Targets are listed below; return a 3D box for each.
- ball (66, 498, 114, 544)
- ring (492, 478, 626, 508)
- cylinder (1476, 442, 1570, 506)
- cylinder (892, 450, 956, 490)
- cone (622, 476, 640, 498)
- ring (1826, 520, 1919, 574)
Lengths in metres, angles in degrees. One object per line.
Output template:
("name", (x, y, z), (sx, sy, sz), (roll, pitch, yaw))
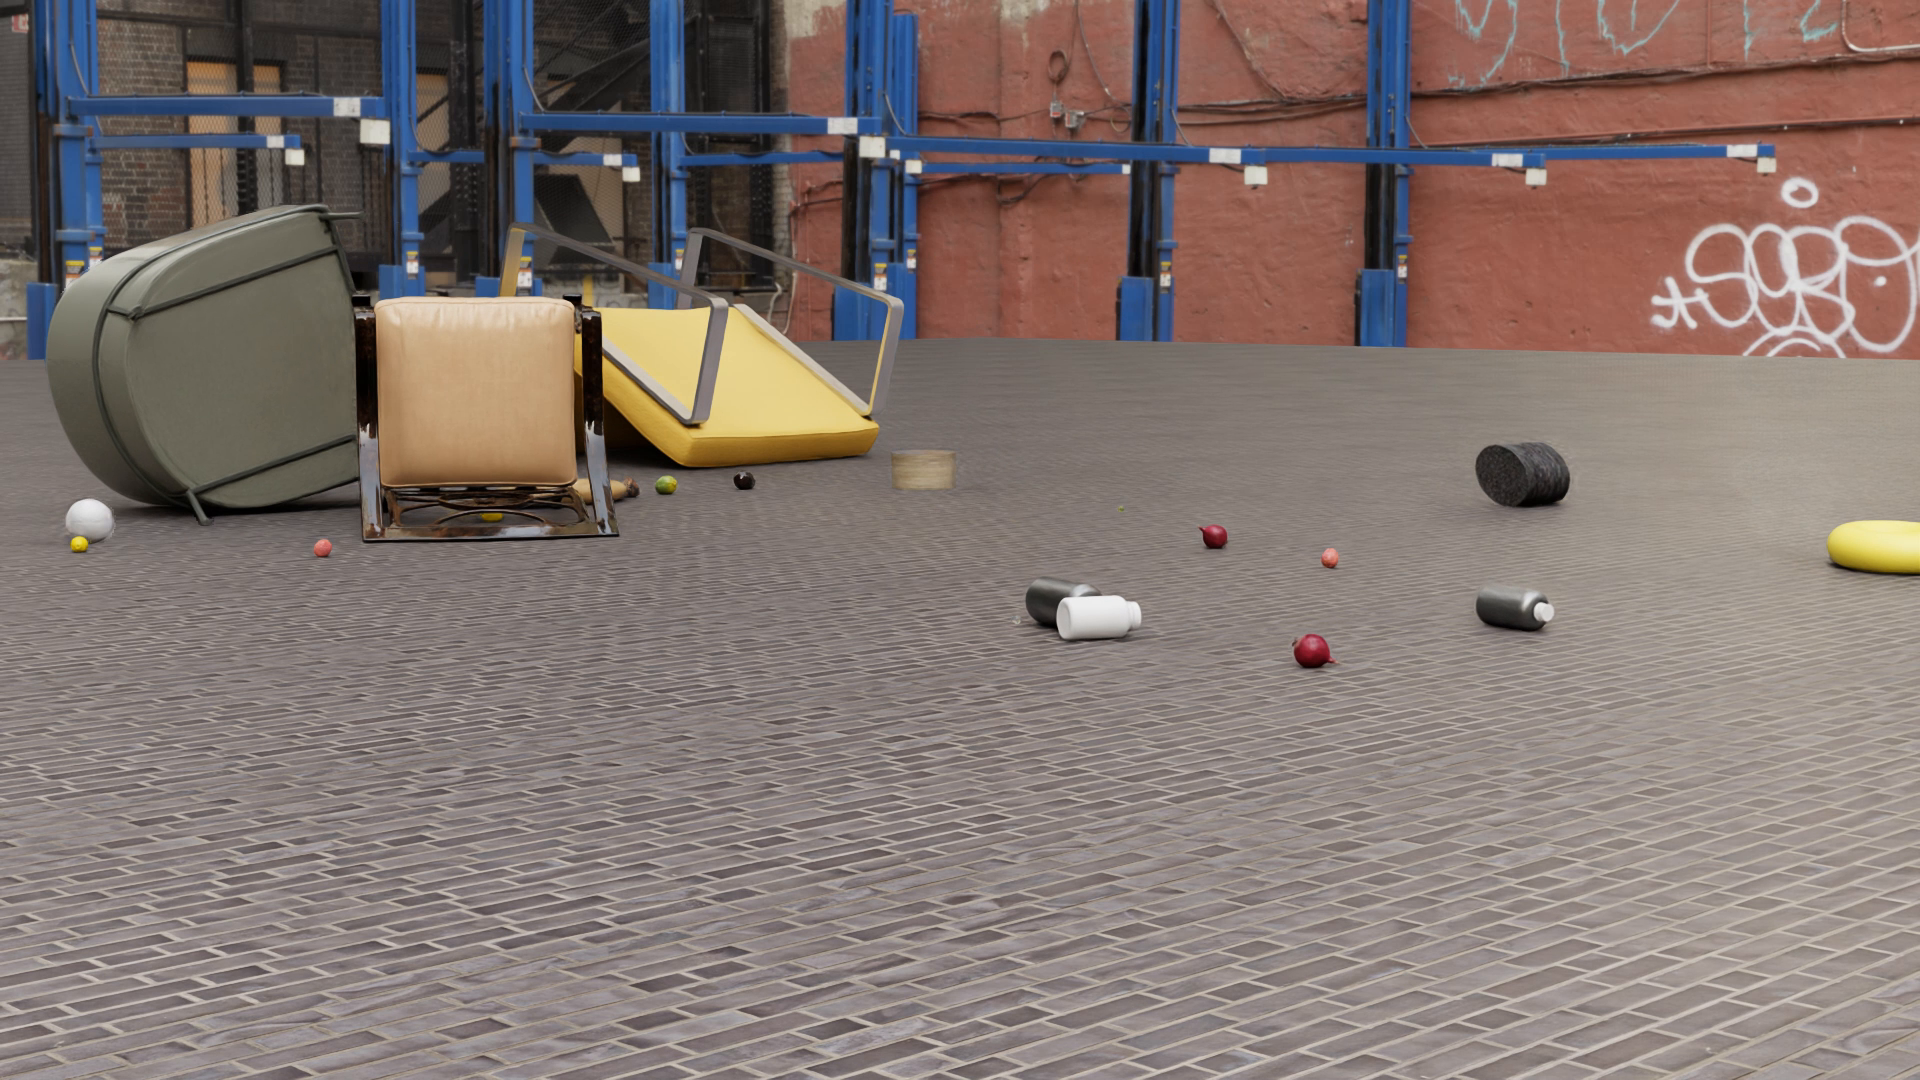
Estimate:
("ball", (-2.141, -0.046, 6.310), (0.112, 0.112, 0.112), (0, 6, 0))
("ring", (-1.158, -0.136, 7.430), (0.237, 0.064, 0.473), (6, 8, 40))
("cylinder", (1.626, -0.190, 7.411), (0.198, 0.155, 0.201), (-5, 45, -41))
("cylinder", (-0.113, -0.219, 8.002), (0.201, 0.109, 0.210), (0, 6, -1))
("cone", (-0.995, -0.142, 7.634), (0.058, 0.087, 0.056), (30, 57, 20))
("ring", (2.111, 0.016, 5.815), (0.271, 0.092, 0.379), (-1, 6, 6))
